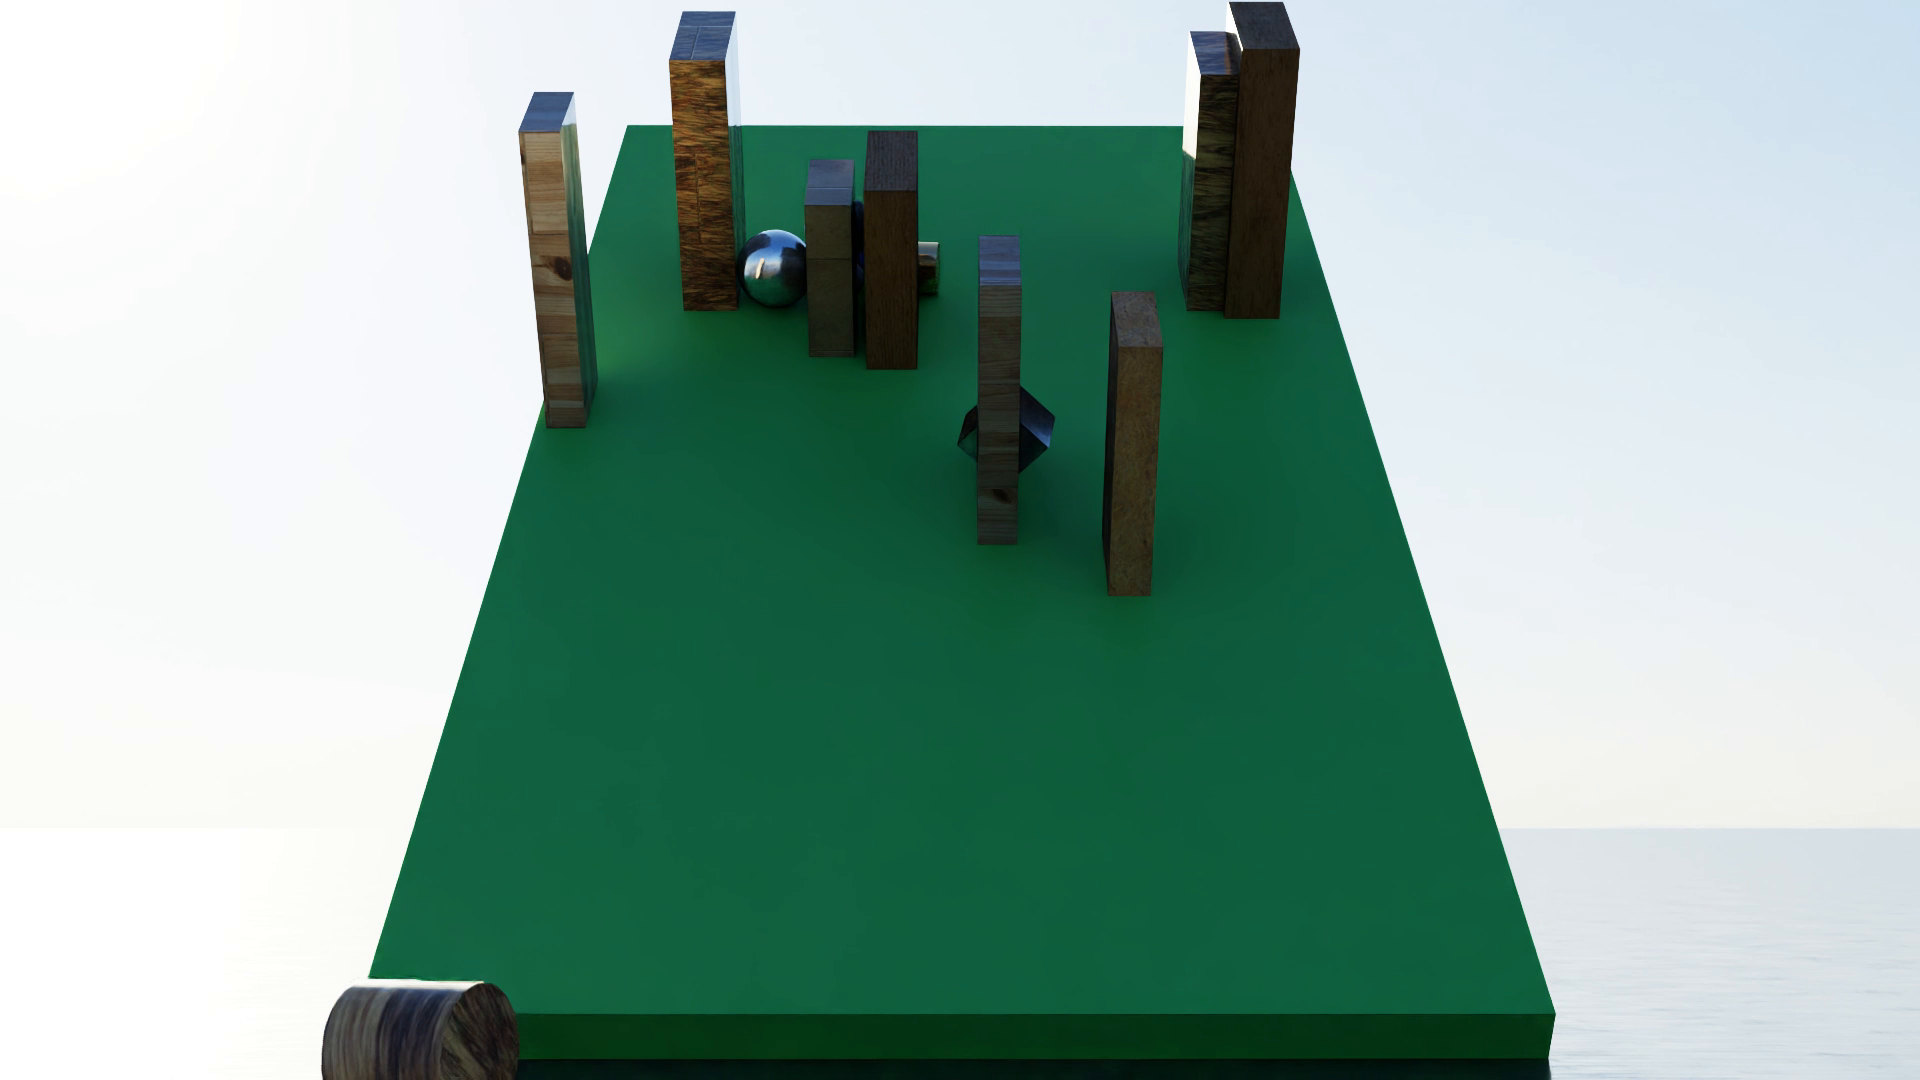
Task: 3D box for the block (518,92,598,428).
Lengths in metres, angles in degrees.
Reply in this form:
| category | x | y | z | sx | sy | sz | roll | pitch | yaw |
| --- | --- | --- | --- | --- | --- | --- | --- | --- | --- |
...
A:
| category | x | y | z | sx | sy | sz | roll | pitch | yaw |
| --- | --- | --- | --- | --- | --- | --- | --- | --- | --- |
| block | -0.939 | -0.652 | 5.712 | 0.093 | 0.751 | 0.247 | 0 | 31 | 0 |

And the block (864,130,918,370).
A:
| category | x | y | z | sx | sy | sz | roll | pitch | yaw |
| --- | --- | --- | --- | --- | --- | --- | --- | --- | --- |
| block | -0.170 | -0.730 | 6.109 | 0.126 | 0.480 | 0.386 | 0 | 31 | 0 |

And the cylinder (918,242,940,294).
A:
| category | x | y | z | sx | sy | sz | roll | pitch | yaw |
| --- | --- | --- | --- | --- | --- | --- | --- | --- | --- |
| cylinder | -0.127 | -0.720 | 6.423 | 0.138 | 0.138 | 0.138 | 3 | -6 | 4 |

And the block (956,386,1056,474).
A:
| category | x | y | z | sx | sy | sz | roll | pitch | yaw |
| --- | --- | --- | --- | --- | --- | --- | --- | --- | --- |
| block | 0.107 | -0.250 | 5.576 | 0.148 | 0.148 | 0.148 | 41 | -62 | -15 |

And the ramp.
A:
| category | x | y | z | sx | sy | sz | roll | pitch | yaw |
| --- | --- | --- | --- | --- | --- | --- | --- | --- | --- |
| ramp | -0.014 | -0.200 | 5.792 | 2.000 | 0.100 | 4.000 | 0 | 31 | 0 |

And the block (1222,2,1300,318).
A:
| category | x | y | z | sx | sy | sz | roll | pitch | yaw |
| --- | --- | --- | --- | --- | --- | --- | --- | --- | --- |
| block | 0.759 | -0.980 | 6.287 | 0.142 | 0.730 | 0.357 | 0 | 31 | 0 |

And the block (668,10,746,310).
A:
| category | x | y | z | sx | sy | sz | roll | pitch | yaw |
| --- | --- | --- | --- | --- | --- | --- | --- | --- | --- |
| block | -0.651 | -0.987 | 6.335 | 0.139 | 0.682 | 0.371 | 0 | 31 | 0 |

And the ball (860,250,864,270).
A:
| category | x | y | z | sx | sy | sz | roll | pitch | yaw |
| --- | --- | --- | --- | --- | --- | --- | --- | --- | --- |
| ball | -0.225 | -0.772 | 6.531 | 0.115 | 0.115 | 0.115 | 0 | -7 | 0 |

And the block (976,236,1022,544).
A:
| category | x | y | z | sx | sy | sz | roll | pitch | yaw |
| --- | --- | --- | --- | --- | --- | --- | --- | --- | --- |
| block | 0.083 | -0.323 | 5.294 | 0.087 | 0.626 | 0.253 | 0 | 31 | 0 |

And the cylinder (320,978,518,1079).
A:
| category | x | y | z | sx | sy | sz | roll | pitch | yaw |
| --- | --- | --- | --- | --- | --- | --- | --- | --- | --- |
| cylinder | -0.719 | 0.682 | 3.245 | 0.186 | 0.186 | 0.186 | -3 | -7 | 22 |

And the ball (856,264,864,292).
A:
| category | x | y | z | sx | sy | sz | roll | pitch | yaw |
| --- | --- | --- | --- | --- | --- | --- | --- | --- | --- |
| ball | -0.308 | -0.686 | 6.393 | 0.111 | 0.111 | 0.111 | 0 | -7 | 0 |

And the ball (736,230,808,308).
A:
| category | x | y | z | sx | sy | sz | roll | pitch | yaw |
| --- | --- | --- | --- | --- | --- | --- | --- | --- | --- |
| ball | -0.480 | -0.707 | 6.336 | 0.203 | 0.203 | 0.203 | 0 | -7 | 0 |

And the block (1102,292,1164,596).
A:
| category | x | y | z | sx | sy | sz | roll | pitch | yaw |
| --- | --- | --- | --- | --- | --- | --- | --- | --- | --- |
| block | 0.361 | -0.200 | 5.127 | 0.089 | 0.590 | 0.260 | 0 | 31 | 0 |

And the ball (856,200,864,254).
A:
| category | x | y | z | sx | sy | sz | roll | pitch | yaw |
| --- | --- | --- | --- | --- | --- | --- | --- | --- | --- |
| ball | -0.295 | -0.816 | 6.338 | 0.150 | 0.150 | 0.150 | 0 | -7 | 0 |

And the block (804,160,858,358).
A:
| category | x | y | z | sx | sy | sz | roll | pitch | yaw |
| --- | --- | --- | --- | --- | --- | --- | --- | --- | --- |
| block | -0.323 | -0.713 | 6.143 | 0.113 | 0.413 | 0.290 | 0 | 31 | 0 |

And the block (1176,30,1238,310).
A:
| category | x | y | z | sx | sy | sz | roll | pitch | yaw |
| --- | --- | --- | --- | --- | --- | --- | --- | --- | --- |
| block | 0.649 | -0.959 | 6.332 | 0.111 | 0.647 | 0.320 | 0 | 31 | 0 |

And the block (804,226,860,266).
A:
| category | x | y | z | sx | sy | sz | roll | pitch | yaw |
| --- | --- | --- | --- | --- | --- | --- | --- | --- | --- |
| block | -0.341 | -0.755 | 6.487 | 0.130 | 0.130 | 0.130 | -5 | 31 | -8 |
